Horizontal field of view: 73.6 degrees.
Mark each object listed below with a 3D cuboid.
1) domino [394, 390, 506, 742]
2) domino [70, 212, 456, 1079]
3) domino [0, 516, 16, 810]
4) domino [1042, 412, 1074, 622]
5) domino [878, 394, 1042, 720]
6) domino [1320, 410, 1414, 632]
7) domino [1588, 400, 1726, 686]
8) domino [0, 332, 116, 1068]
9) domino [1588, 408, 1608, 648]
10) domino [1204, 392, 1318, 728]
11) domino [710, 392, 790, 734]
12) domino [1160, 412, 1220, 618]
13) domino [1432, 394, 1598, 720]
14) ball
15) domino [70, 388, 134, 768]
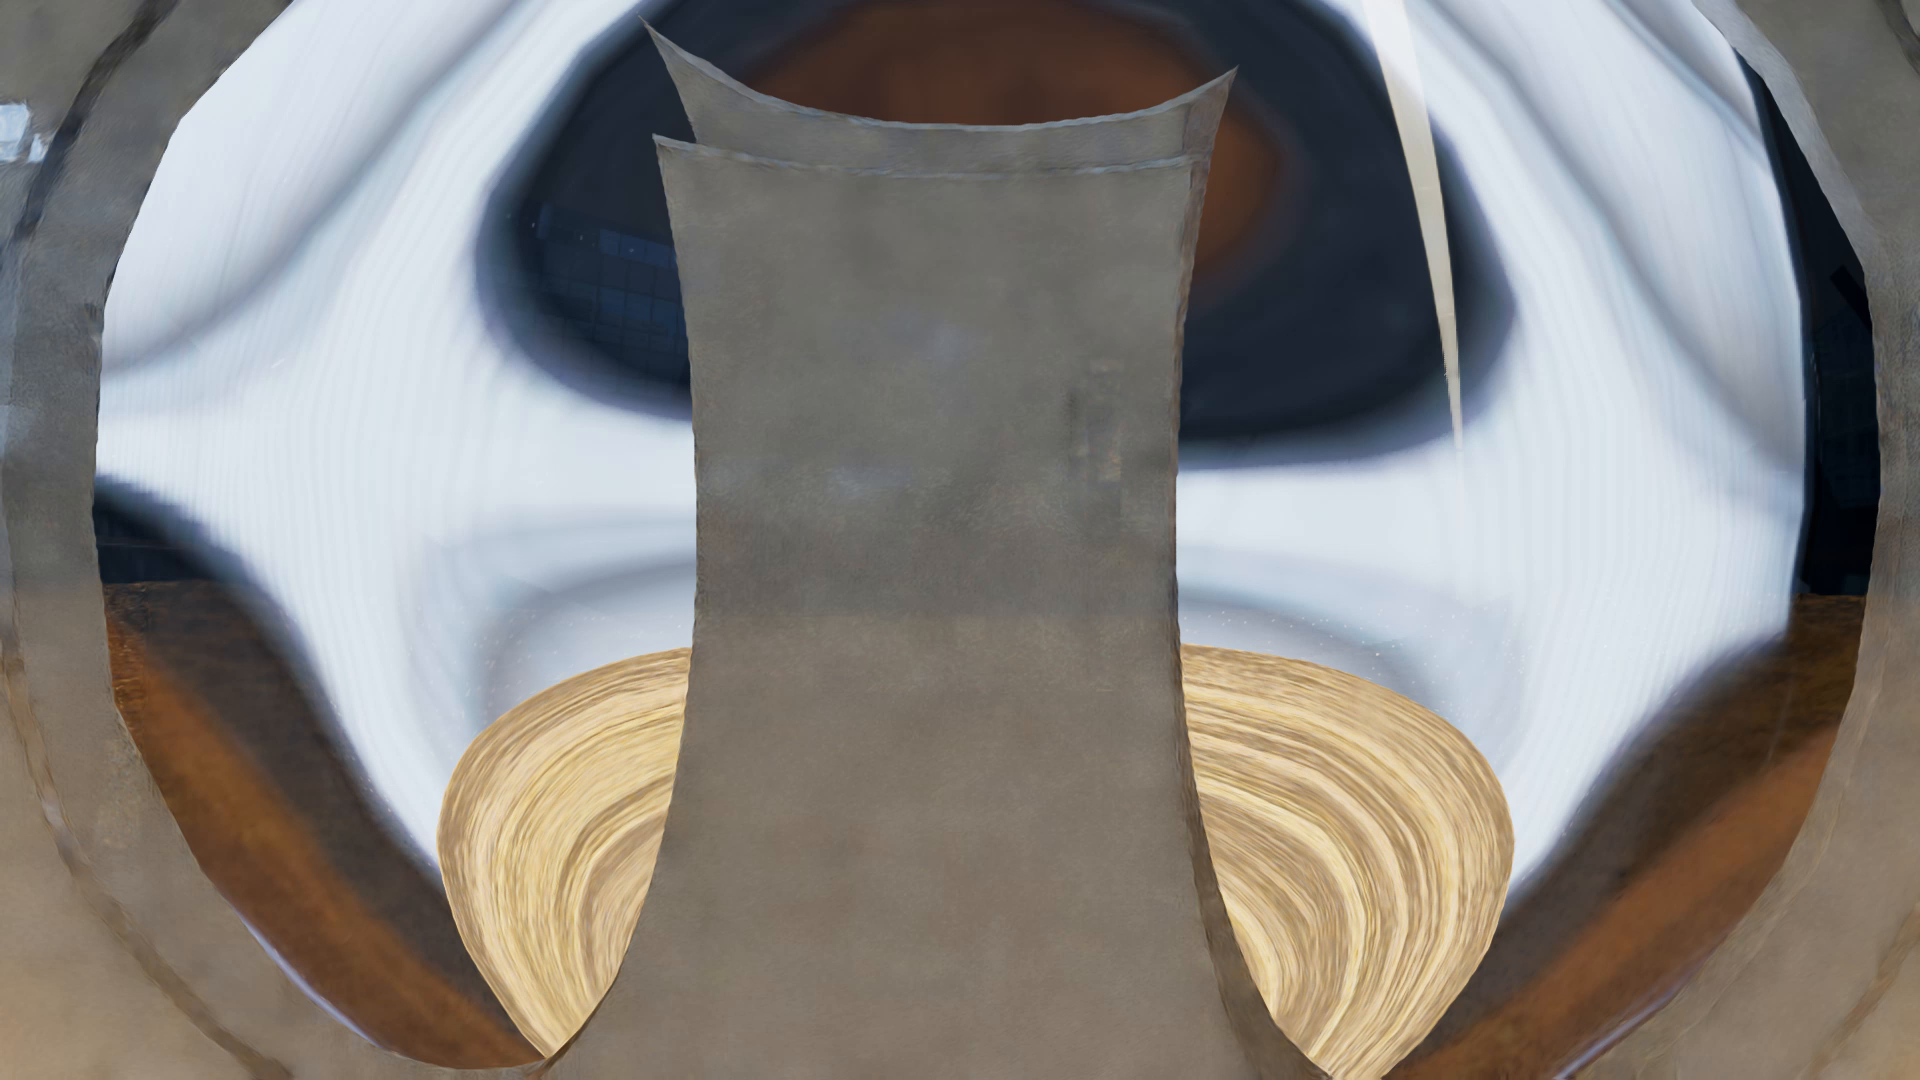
[{"bbox_3d":[-0.077,0.003,0.195,0.009,0.050,0.025,-1,4,-10],"label":"domino"},{"bbox_3d":[-0.044,0.008,0.082,0.010,0.050,0.025,-12,-15,-16],"label":"domino"},{"bbox_3d":[-0.123,0.007,0.143,0.025,0.050,0.009,-1,4,-16],"label":"domino"},{"bbox_3d":[0.015,-0.006,0.317,0.025,0.050,0.010,4,6,40],"label":"domino"},{"bbox_3d":[0.000,0.002,0.201,0.025,0.050,0.009,0,4,0],"label":"domino"},{"bbox_3d":[0.095,-0.005,0.300,0.009,0.050,0.025,4,6,44],"label":"domino"},{"bbox_3d":[0.123,0.000,0.233,0.025,0.050,0.009,2,5,26],"label":"domino"},{"bbox_3d":[-0.072,0.011,0.084,0.009,0.050,0.025,2,5,30],"label":"domino"},{"bbox_3d":[0.120,-0.002,0.266,0.025,0.050,0.009,-2,5,-23],"label":"domino"},{"bbox_3d":[0.047,0.002,0.203,0.009,0.050,0.025,0,4,-5],"label":"domino"},{"bbox_3d":[-0.032,0.003,0.200,0.010,0.050,0.025,0,4,-4],"label":"domino"},{"bbox_3d":[0.058,-0.007,0.325,0.009,0.050,0.025,2,5,21],"label":"domino"},{"bbox_3d":[0.090,0.002,0.210,0.009,0.050,0.025,-1,4,-16],"label":"domino"},{"bbox_3d":[0.001,-0.002,0.055,0.080,0.080,0.080,0,4,0],"label":"ball"},{"bbox_3d":[-0.115,0.004,0.179,0.009,0.050,0.025,-4,6,-42],"label":"domino"}]
